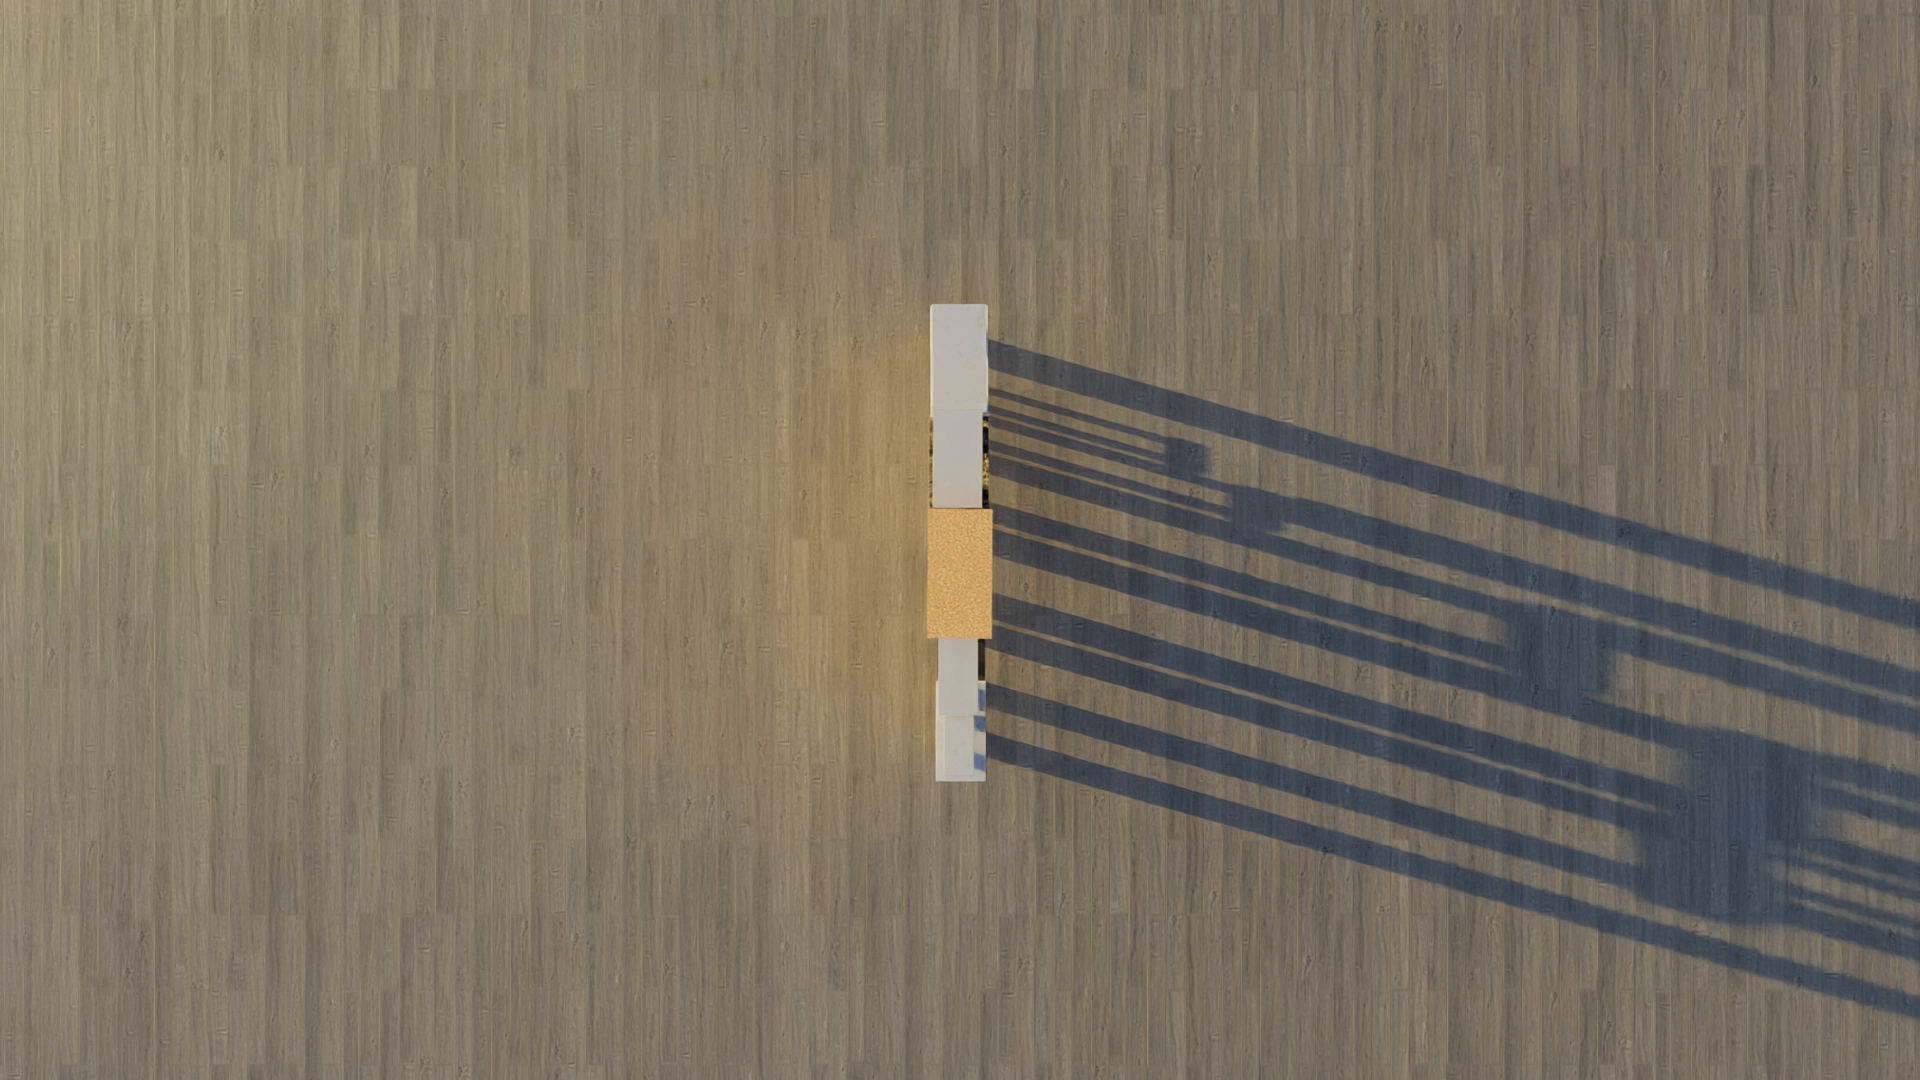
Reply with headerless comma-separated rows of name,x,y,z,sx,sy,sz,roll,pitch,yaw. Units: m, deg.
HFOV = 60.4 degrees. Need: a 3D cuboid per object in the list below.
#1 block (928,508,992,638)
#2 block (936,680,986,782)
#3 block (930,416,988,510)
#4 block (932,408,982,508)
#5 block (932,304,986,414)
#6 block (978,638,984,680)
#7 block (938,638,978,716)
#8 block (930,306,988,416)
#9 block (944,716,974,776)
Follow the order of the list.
block,0.000,0.089,4.382,0.171,0.048,0.342,0,90,0
block,0.002,0.561,4.849,0.146,0.041,0.292,0,90,0
block,-0.003,-0.185,4.772,0.171,0.048,0.342,0,90,0
block,-0.006,-0.220,4.463,0.133,0.038,0.266,0,90,0
block,-0.002,-0.509,4.642,0.152,0.043,0.304,0,90,0
block,0.004,0.393,5.182,0.148,0.042,0.297,0,90,0
block,-0.005,0.376,4.592,0.110,0.031,0.221,0,90,0
block,-0.001,-0.533,4.992,0.173,0.049,0.347,0,90,0
block,-0.003,0.576,4.646,0.085,0.024,0.170,0,90,0
